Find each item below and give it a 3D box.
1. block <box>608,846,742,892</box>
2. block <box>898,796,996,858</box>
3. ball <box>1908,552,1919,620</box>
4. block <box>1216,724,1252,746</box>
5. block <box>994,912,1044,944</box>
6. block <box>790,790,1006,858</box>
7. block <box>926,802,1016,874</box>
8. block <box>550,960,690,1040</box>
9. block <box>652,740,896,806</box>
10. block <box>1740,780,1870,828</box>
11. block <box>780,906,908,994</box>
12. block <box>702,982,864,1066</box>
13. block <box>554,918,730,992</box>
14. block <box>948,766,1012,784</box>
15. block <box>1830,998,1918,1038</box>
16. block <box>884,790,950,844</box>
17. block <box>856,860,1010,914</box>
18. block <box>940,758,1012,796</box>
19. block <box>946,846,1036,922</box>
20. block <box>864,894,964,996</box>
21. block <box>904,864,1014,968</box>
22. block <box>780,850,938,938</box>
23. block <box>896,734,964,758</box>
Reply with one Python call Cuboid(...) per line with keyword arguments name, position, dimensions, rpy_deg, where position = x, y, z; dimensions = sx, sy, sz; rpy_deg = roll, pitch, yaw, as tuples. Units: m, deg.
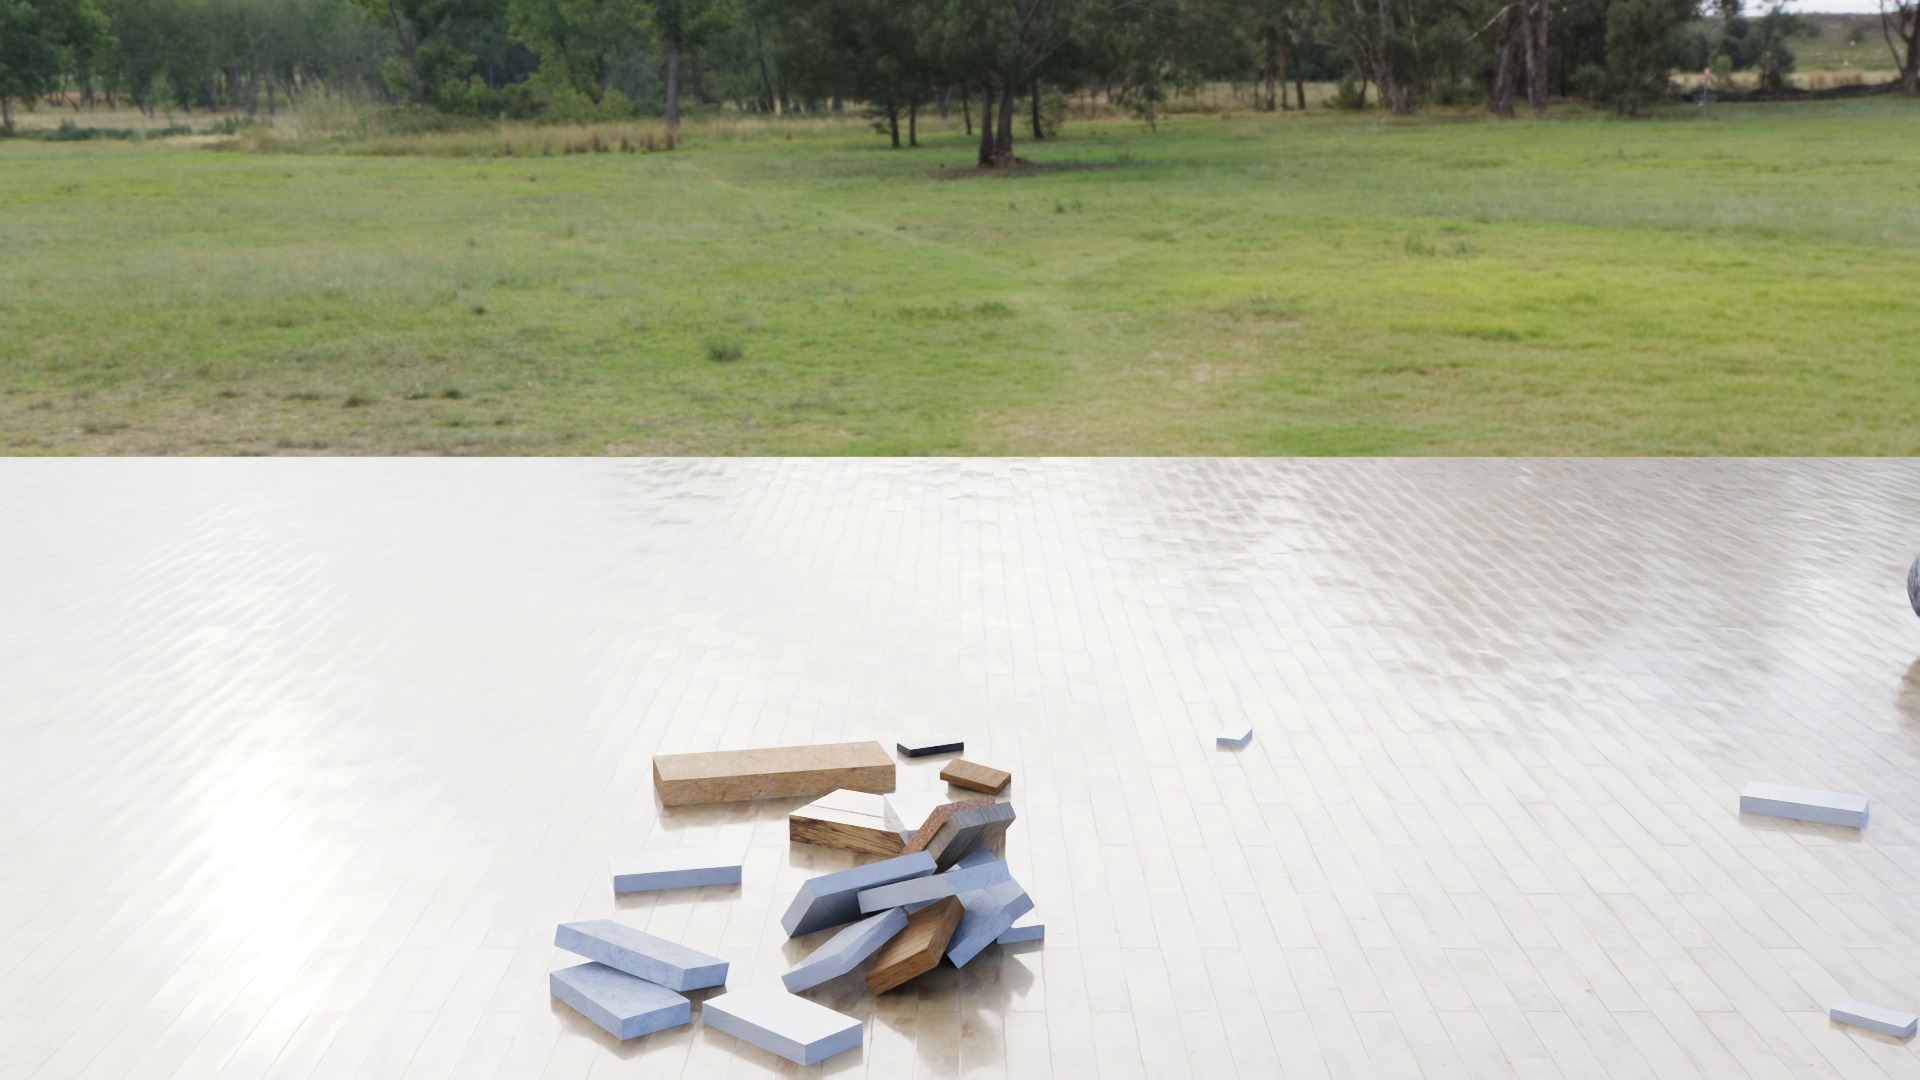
Cuboid(name="block", position=(-0.487, 0.560, 3.747), dimensions=(0.215, 0.030, 0.108), rpy_deg=(-3, 11, -14))
Cuboid(name="block", position=(-0.028, 0.501, 3.677), dimensions=(0.108, 0.030, 0.215), rpy_deg=(-7, -32, -32))
Cuboid(name="ball", position=(2.498, 0.114, 5.429), dimensions=(0.293, 0.293, 0.293), rpy_deg=(0, 11, 0))
Cuboid(name="block", position=(0.575, 0.409, 4.602), dimensions=(0.052, 0.015, 0.104), rpy_deg=(4, 11, 21))
Cuboid(name="block", position=(0.069, 0.605, 3.526), dimensions=(0.080, 0.023, 0.160), rpy_deg=(-4, 11, -19))
Cuboid(name="block", position=(-0.112, 0.516, 3.934), dimensions=(0.347, 0.049, 0.174), rpy_deg=(6, 12, 28))
Cuboid(name="block", position=(0.001, 0.507, 3.643), dimensions=(0.108, 0.030, 0.215), rpy_deg=(-7, -32, -31))
Cuboid(name="block", position=(-0.495, 0.663, 3.192), dimensions=(0.110, 0.031, 0.221), rpy_deg=(-8, 13, -36))
Cuboid(name="block", position=(-0.363, 0.452, 4.279), dimensions=(0.449, 0.049, 0.174), rpy_deg=(-3, 11, -14))
Cuboid(name="block", position=(1.578, 0.493, 4.109), dimensions=(0.213, 0.030, 0.107), rpy_deg=(6, 12, 28))
Cuboid(name="block", position=(-0.171, 0.617, 3.312), dimensions=(0.108, 0.031, 0.217), rpy_deg=(-26, -1, 25))
Cuboid(name="block", position=(-0.251, 0.680, 3.100), dimensions=(0.217, 0.031, 0.108), rpy_deg=(10, 14, 43))
Cuboid(name="block", position=(-0.475, 0.618, 3.282), dimensions=(0.236, 0.033, 0.118), rpy_deg=(13, 1, 28))
Cuboid(name="block", position=(0.037, 0.462, 4.311), dimensions=(0.124, 0.018, 0.062), rpy_deg=(0, 11, -1))
Cuboid(name="block", position=(1.303, 0.681, 3.137), dimensions=(0.104, 0.015, 0.052), rpy_deg=(9, 14, 42))
Cuboid(name="block", position=(-0.062, 0.488, 3.864), dimensions=(0.107, 0.030, 0.213), rpy_deg=(-2, 11, -13))
Cuboid(name="block", position=(-0.042, 0.535, 3.392), dimensions=(0.118, 0.033, 0.240), rpy_deg=(-7, -10, -38))
Cuboid(name="block", position=(0.030, 0.458, 4.259), dimensions=(0.124, 0.018, 0.062), rpy_deg=(13, 27, 26))
Cuboid(name="block", position=(0.033, 0.569, 3.529), dimensions=(0.110, 0.031, 0.220), rpy_deg=(-34, 19, -8))
Cuboid(name="block", position=(-0.066, 0.609, 3.320), dimensions=(0.108, 0.031, 0.217), rpy_deg=(-29, 6, 16))
Cuboid(name="block", position=(-0.004, 0.587, 3.444), dimensions=(0.110, 0.031, 0.220), rpy_deg=(-38, 20, -9))
Cuboid(name="block", position=(-0.160, 0.564, 3.505), dimensions=(0.236, 0.118, 0.033), rpy_deg=(-8, 54, -37))
Cuboid(name="block", position=(-0.061, 0.423, 4.518), dimensions=(0.124, 0.018, 0.062), rpy_deg=(-5, 12, -27))
